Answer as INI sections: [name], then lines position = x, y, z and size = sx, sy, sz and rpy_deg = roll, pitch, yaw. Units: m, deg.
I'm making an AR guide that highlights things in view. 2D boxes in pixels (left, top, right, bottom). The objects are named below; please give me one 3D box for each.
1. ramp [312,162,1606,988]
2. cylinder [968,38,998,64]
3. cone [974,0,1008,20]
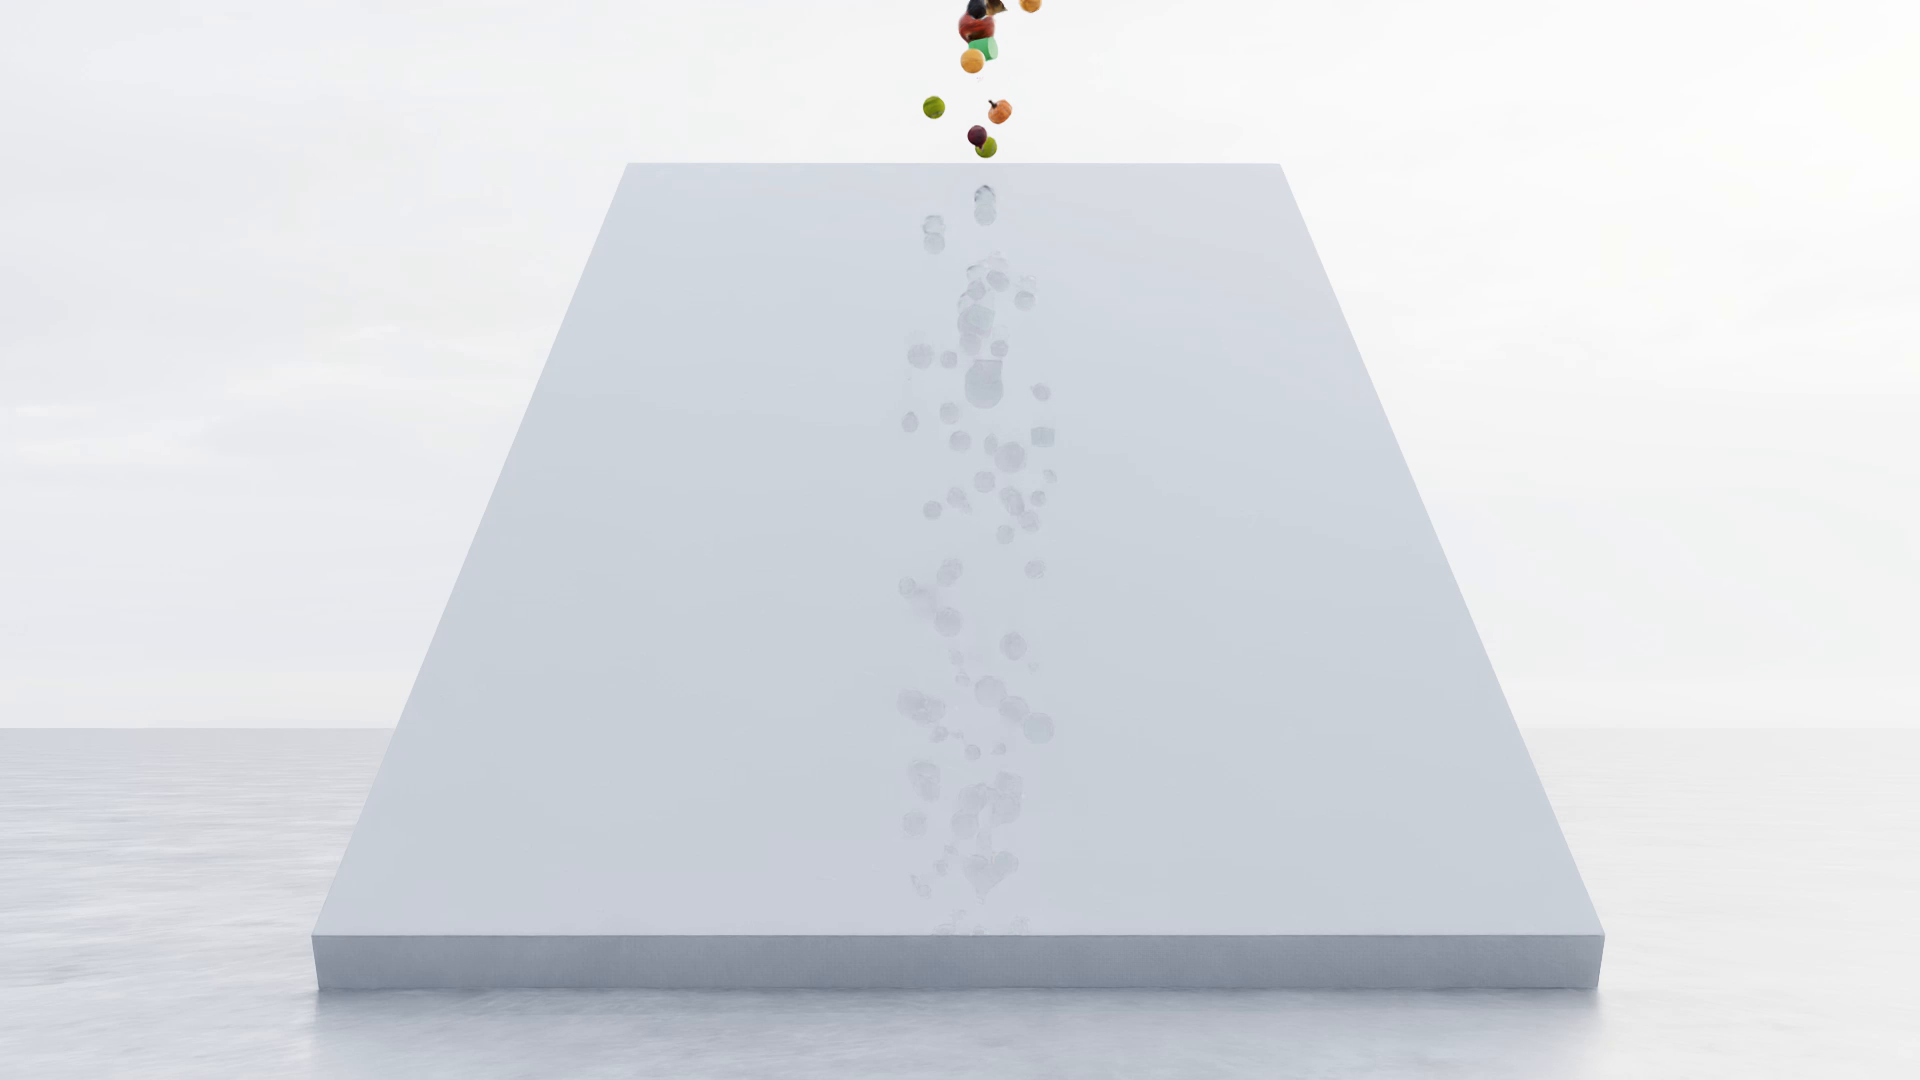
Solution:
[ramp]
position = -0.010, -0.228, 5.461
size = 2.000, 0.100, 4.000
rpy_deg = 0, 26, 0
[cylinder]
position = 0.068, -1.436, 6.919
size = 0.066, 0.066, 0.066
rpy_deg = -5, -6, 28
[cone]
position = 0.074, -1.528, 6.798
size = 0.090, 0.090, 0.090
rpy_deg = -41, -9, 4
